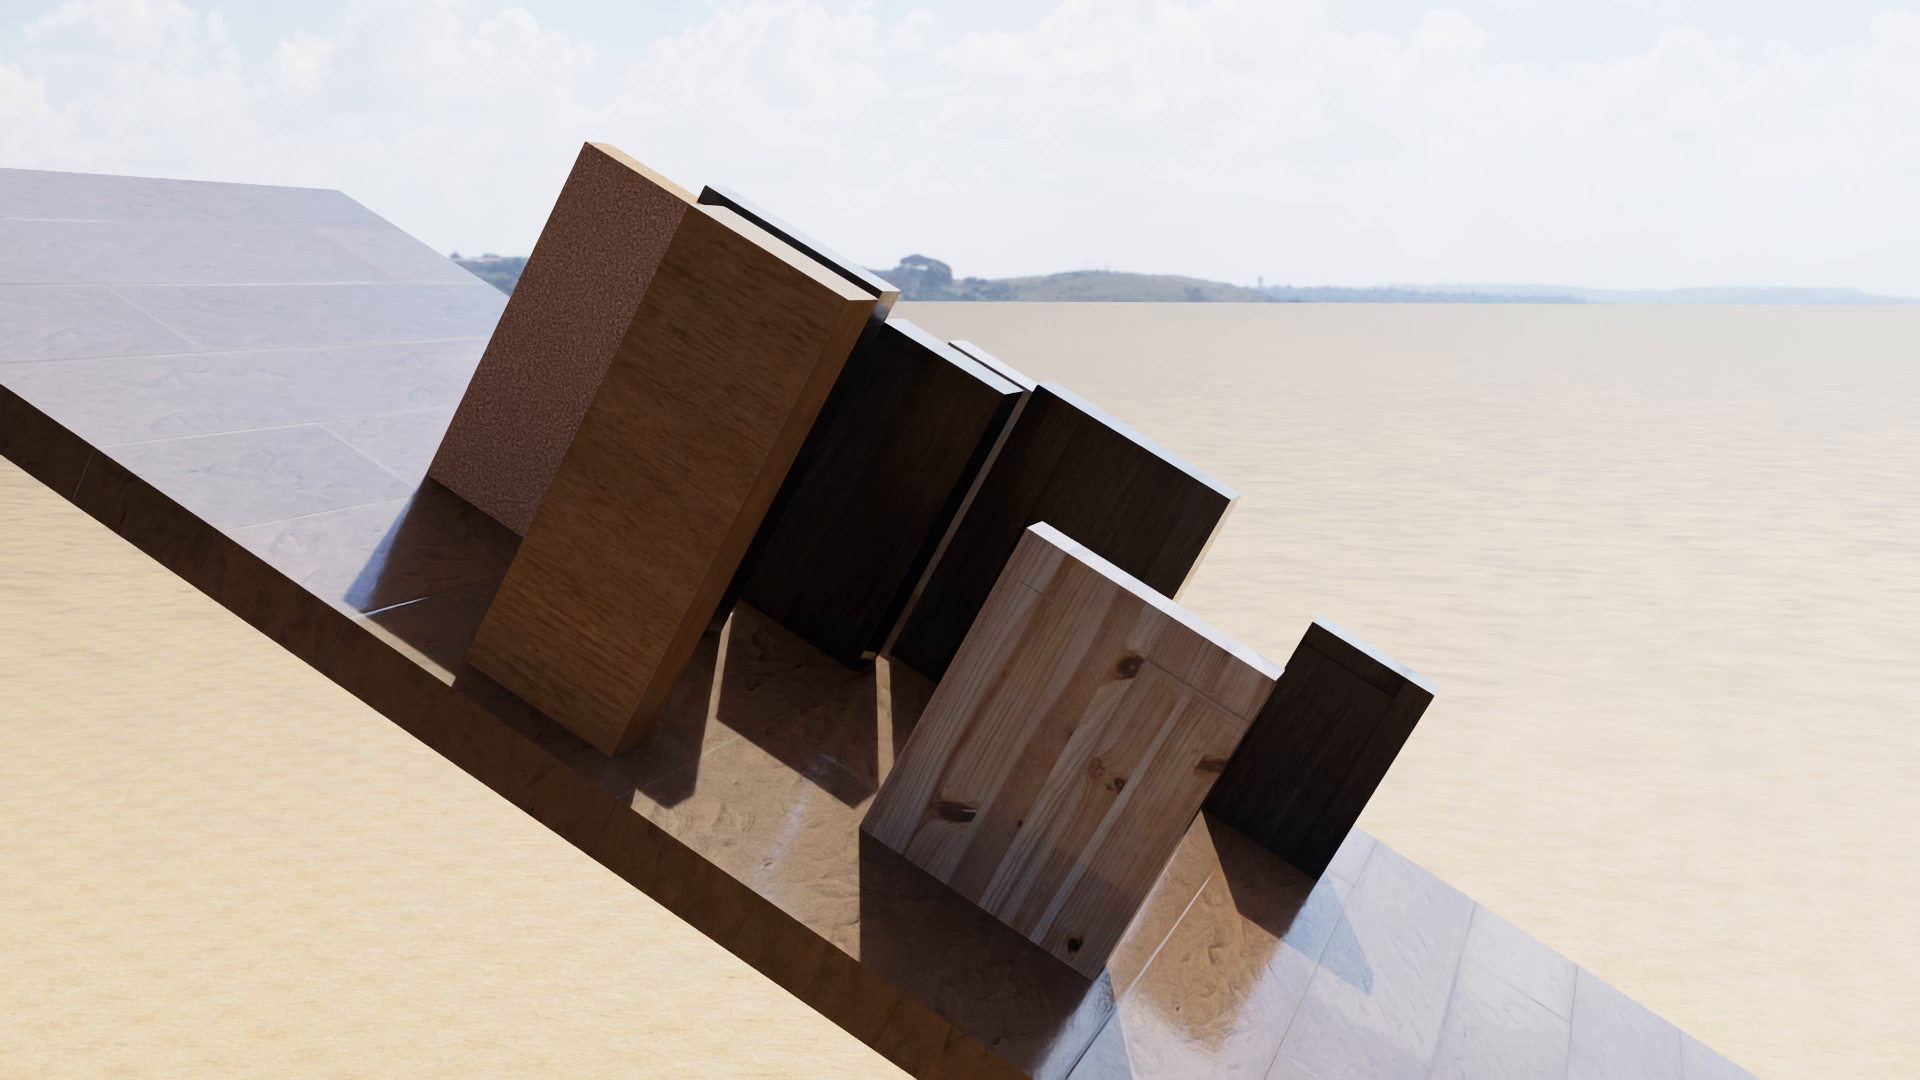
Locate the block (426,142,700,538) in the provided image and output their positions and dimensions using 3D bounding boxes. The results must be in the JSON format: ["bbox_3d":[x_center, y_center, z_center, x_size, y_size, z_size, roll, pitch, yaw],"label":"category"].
[{"bbox_3d":[-0.642,-0.317,3.908,0.365,0.675,0.097,32,15,11],"label":"block"}]

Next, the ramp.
[{"bbox_3d":[-0.195,0.322,4.133,4.000,0.100,2.000,32,15,11],"label":"ramp"}]

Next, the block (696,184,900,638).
[{"bbox_3d":[-0.439,-0.226,3.915,0.374,0.708,0.097,32,15,11],"label":"block"}]

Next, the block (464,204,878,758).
[{"bbox_3d":[-0.437,-0.085,3.283,0.278,0.783,0.127,32,15,11],"label":"block"}]

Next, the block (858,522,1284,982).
[{"bbox_3d":[0.169,0.330,3.451,0.444,0.565,0.093,32,15,11],"label":"block"}]

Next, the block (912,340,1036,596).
[{"bbox_3d":[0.001,-0.133,4.811,0.309,0.519,0.116,32,15,11],"label":"block"}]

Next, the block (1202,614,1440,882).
[{"bbox_3d":[0.724,0.417,4.435,0.277,0.450,0.104,32,15,11],"label":"block"}]

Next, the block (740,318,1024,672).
[{"bbox_3d":[-0.156,-0.087,4.181,0.275,0.607,0.132,32,15,11],"label":"block"}]

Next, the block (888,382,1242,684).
[{"bbox_3d":[0.201,0.068,4.302,0.433,0.618,0.117,32,15,11],"label":"block"}]
